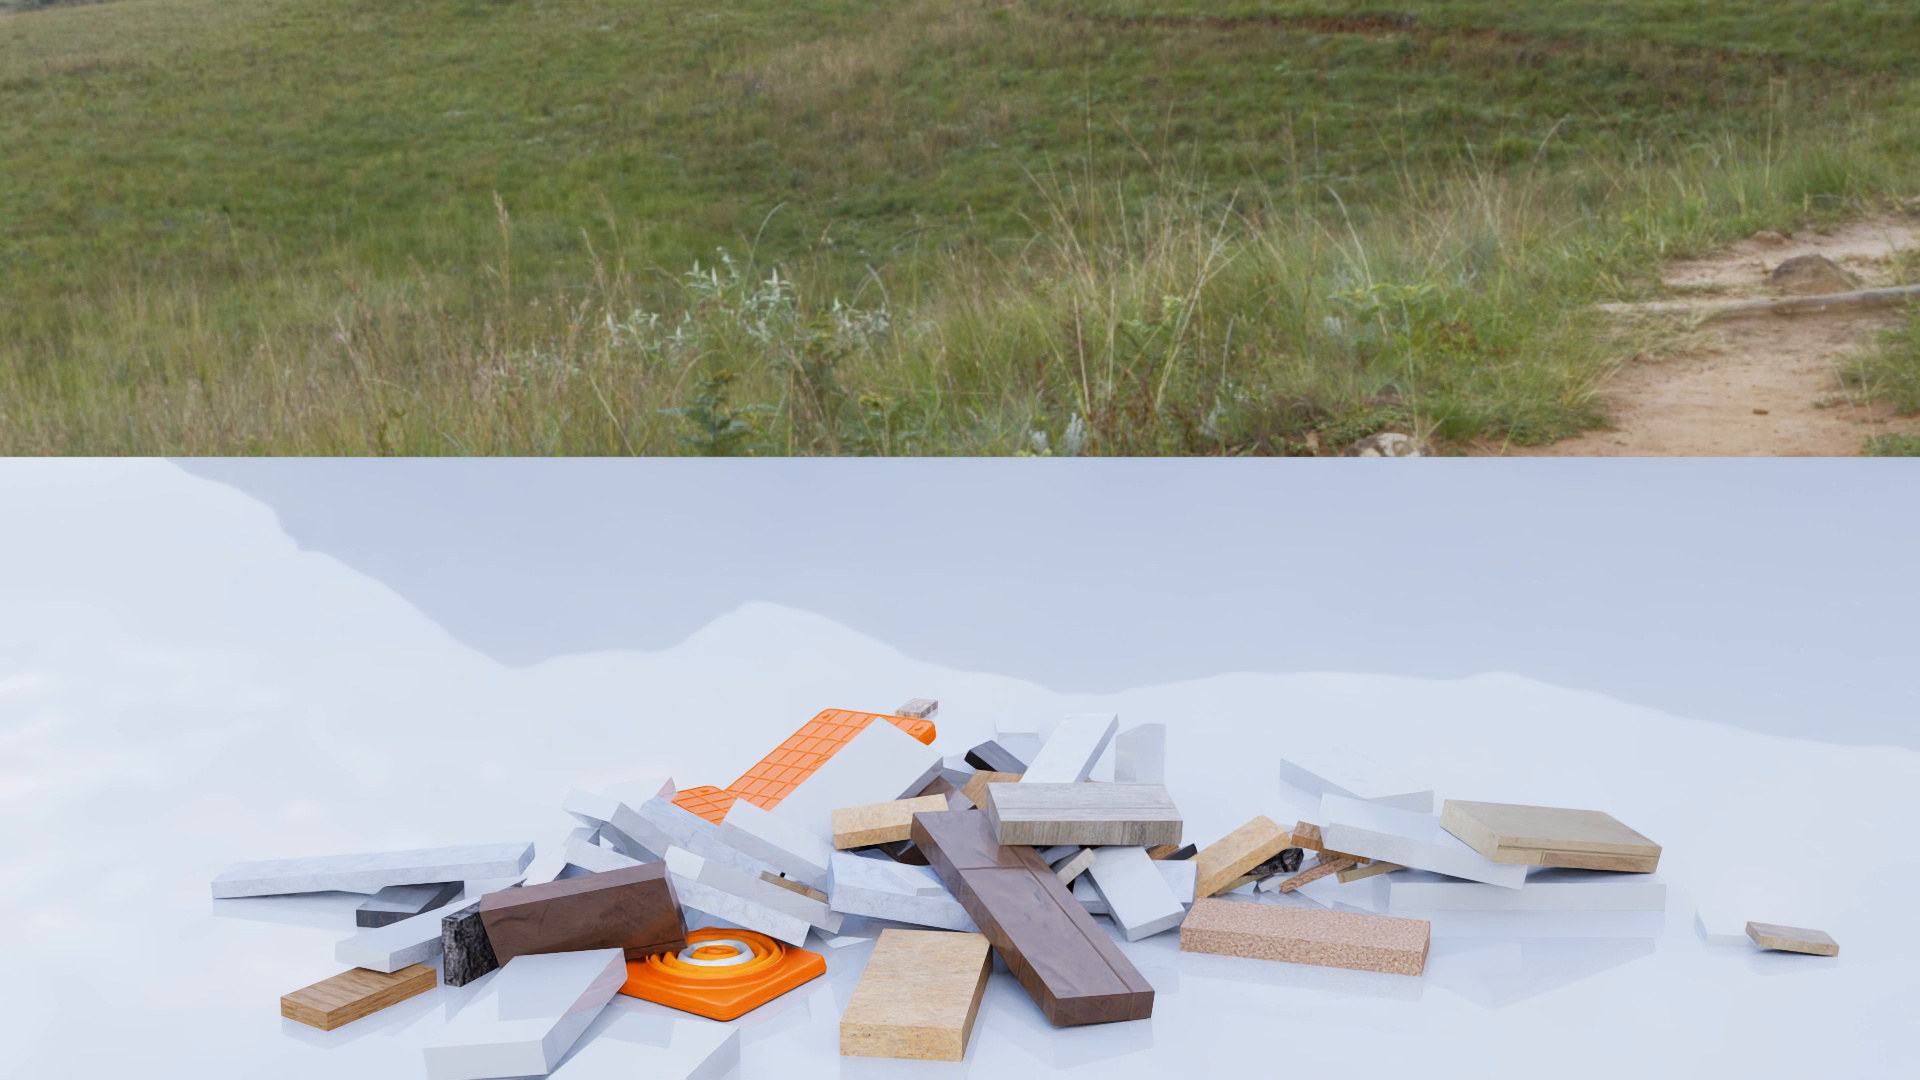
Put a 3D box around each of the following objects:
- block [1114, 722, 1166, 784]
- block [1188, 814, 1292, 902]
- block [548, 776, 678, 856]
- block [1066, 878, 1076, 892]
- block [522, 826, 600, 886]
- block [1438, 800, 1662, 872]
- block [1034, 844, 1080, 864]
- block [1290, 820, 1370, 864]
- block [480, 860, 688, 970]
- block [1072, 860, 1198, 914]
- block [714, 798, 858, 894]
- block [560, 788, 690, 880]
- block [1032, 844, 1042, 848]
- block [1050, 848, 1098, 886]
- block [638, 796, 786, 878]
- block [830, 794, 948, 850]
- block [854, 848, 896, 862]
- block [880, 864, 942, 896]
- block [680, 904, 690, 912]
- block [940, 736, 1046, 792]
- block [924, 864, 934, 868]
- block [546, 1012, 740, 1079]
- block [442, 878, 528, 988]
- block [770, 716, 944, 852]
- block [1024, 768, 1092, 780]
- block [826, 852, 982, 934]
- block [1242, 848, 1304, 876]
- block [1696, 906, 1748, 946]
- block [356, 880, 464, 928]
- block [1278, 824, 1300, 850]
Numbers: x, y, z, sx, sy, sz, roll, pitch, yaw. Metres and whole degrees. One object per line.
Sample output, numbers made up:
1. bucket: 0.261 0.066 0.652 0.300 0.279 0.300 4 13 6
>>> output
1. block: 0.334 0.421 4.073 0.039 0.139 0.278 2 1 16
2. block: 0.449 0.532 3.673 0.194 0.028 0.097 -30 17 -9
3. block: -0.606 0.497 3.852 0.128 0.036 0.256 -9 19 21
4. block: 0.279 0.567 3.618 0.194 0.028 0.097 4 35 18
5. block: -0.621 0.560 3.448 0.039 0.139 0.278 1 11 7
6. block: 0.977 0.490 3.639 0.324 0.046 0.162 7 12 -22
7. block: 0.115 0.538 3.664 0.163 0.023 0.081 -25 0 -9
8. block: 0.619 0.502 3.647 0.130 0.018 0.065 14 17 13
9. block: -0.556 0.566 3.263 0.278 0.139 0.039 -11 31 2
10. block: 0.284 0.563 3.572 0.194 0.028 0.097 -1 34 12
11. block: -0.275 0.518 3.666 0.256 0.036 0.128 26 12 1
12. block: -0.521 0.496 3.614 0.132 0.037 0.264 7 -28 44
13. block: 0.131 0.504 3.753 0.163 0.023 0.081 -21 27 -8
14. block: 0.161 0.544 3.573 0.081 0.023 0.163 -36 -3 -21
15. block: -0.412 0.506 3.673 0.256 0.036 0.128 26 0 3
16. block: -0.118 0.480 3.750 0.198 0.028 0.099 -8 18 -4
17. block: -0.142 0.551 3.769 0.046 0.013 0.093 -5 12 -26
18. block: -0.077 0.538 3.475 0.050 0.014 0.100 5 11 -37
19. block: -0.526 0.592 3.487 0.139 0.039 0.278 1 6 7
20. block: 0.093 0.443 4.265 0.159 0.045 0.318 11 11 32
21. block: -0.080 0.563 3.693 0.108 0.015 0.054 -2 8 -11
22. block: -0.433 0.713 2.876 0.169 0.048 0.338 3 11 18
23. block: -0.710 0.597 3.353 0.029 0.103 0.205 5 12 26
24. block: -0.183 0.445 3.878 0.150 0.043 0.301 29 49 27
25. block: 0.197 0.460 4.099 0.086 0.024 0.173 38 17 34
26. block: -0.056 0.567 3.506 0.308 0.044 0.154 10 9 -8
27. block: 0.515 0.538 3.670 0.109 0.015 0.054 -9 17 24
28. block: 1.209 0.614 3.492 0.062 0.017 0.123 2 11 10
29. block: -0.899 0.587 3.604 0.101 0.029 0.203 2 11 9
30. block: 0.565 0.535 3.912 0.067 0.019 0.133 8 13 38
